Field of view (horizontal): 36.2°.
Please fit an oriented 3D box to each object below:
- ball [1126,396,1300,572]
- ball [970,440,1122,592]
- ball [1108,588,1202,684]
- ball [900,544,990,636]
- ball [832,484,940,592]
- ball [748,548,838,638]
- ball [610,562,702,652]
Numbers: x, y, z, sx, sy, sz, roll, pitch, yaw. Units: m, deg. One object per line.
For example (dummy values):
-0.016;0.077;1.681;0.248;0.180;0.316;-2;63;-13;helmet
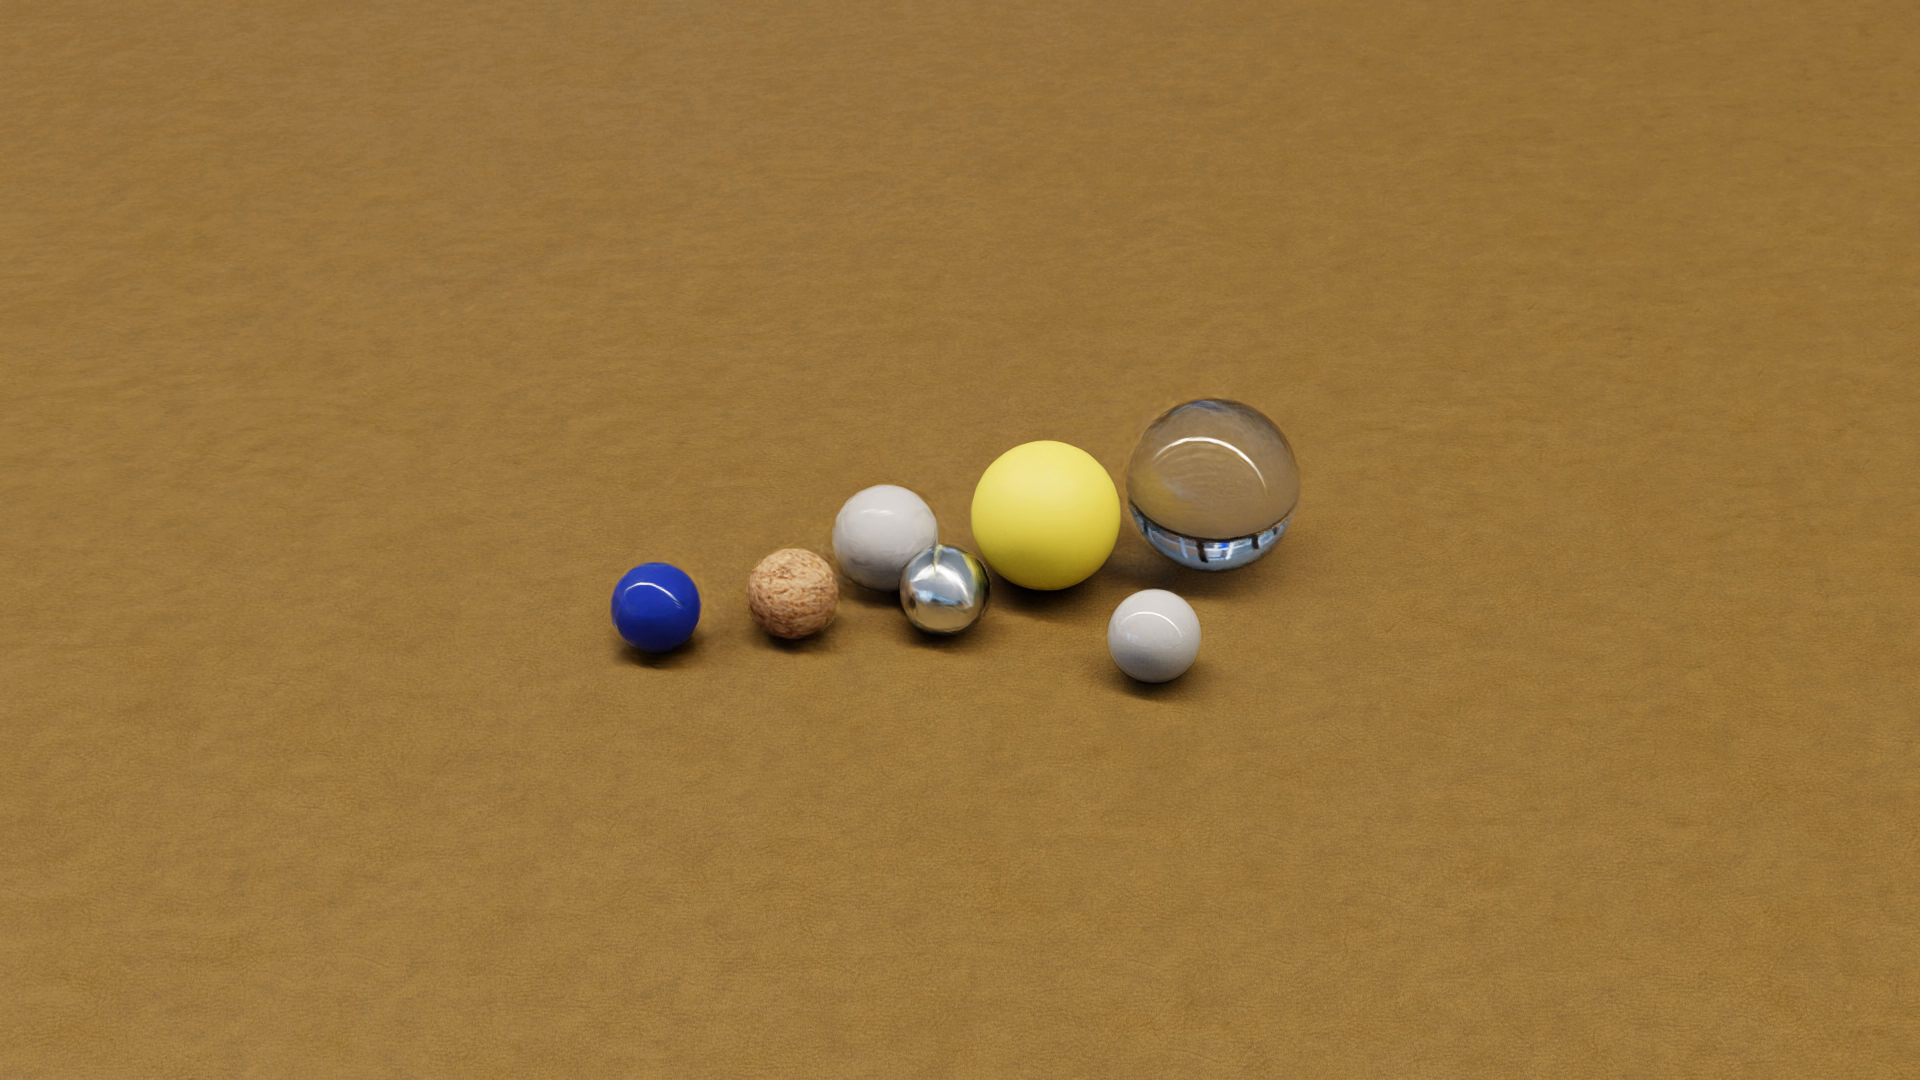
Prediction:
0.139;-0.031;1.615;0.096;0.096;0.096;0;32;0;ball
0.047;-0.013;1.599;0.082;0.082;0.082;0;32;0;ball
0.101;0.050;1.528;0.049;0.049;0.049;0;32;0;ball
-0.008;0.027;1.566;0.049;0.049;0.049;0;32;0;ball
-0.041;-0.001;1.602;0.058;0.058;0.058;0;32;0;ball
-0.089;0.028;1.564;0.048;0.048;0.048;0;32;0;ball
-0.161;0.035;1.553;0.048;0.048;0.048;0;32;0;ball
